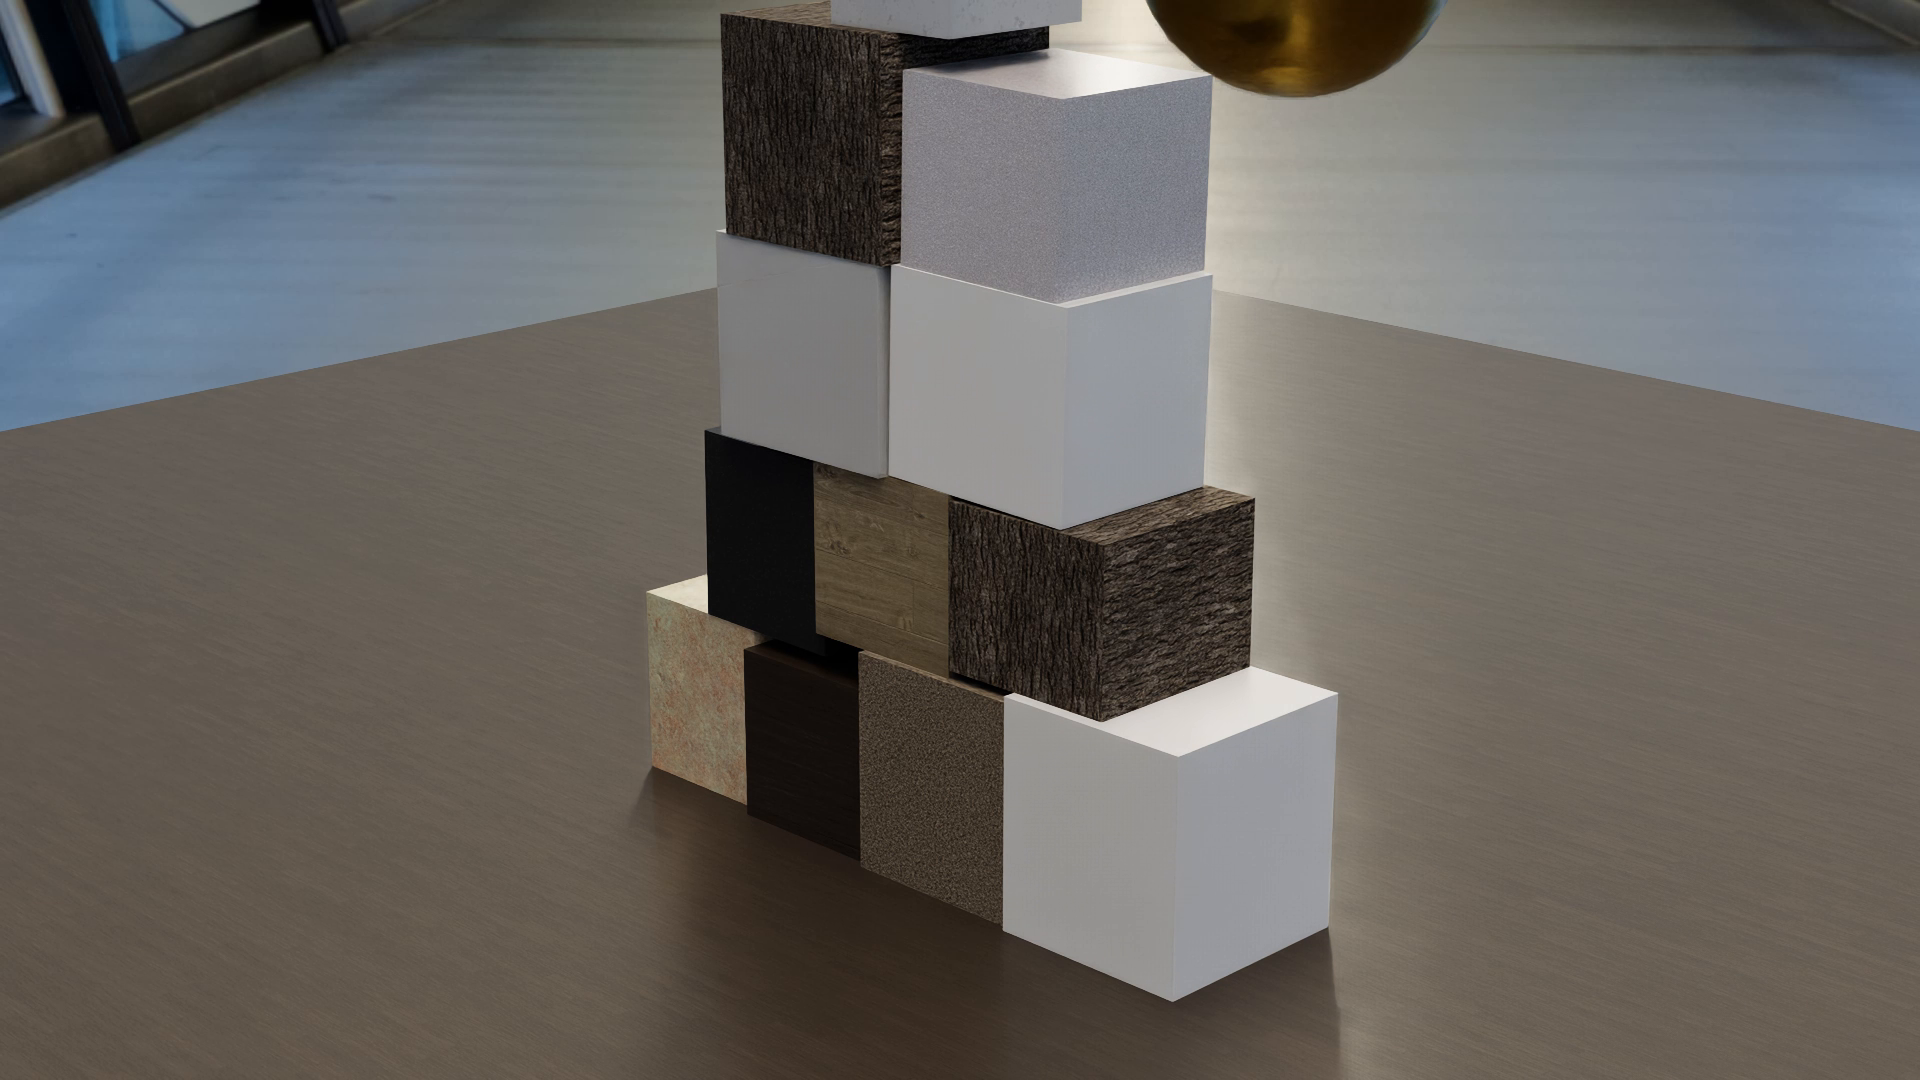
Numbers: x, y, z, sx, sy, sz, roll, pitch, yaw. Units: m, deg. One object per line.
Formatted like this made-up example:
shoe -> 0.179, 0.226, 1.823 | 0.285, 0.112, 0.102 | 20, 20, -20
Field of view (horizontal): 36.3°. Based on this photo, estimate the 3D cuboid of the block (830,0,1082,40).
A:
block -> -0.015, -2.540, 12.530 | 0.807, 0.653, 0.719 | -17, 24, -42

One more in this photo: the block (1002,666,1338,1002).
block -> 0.906, 1.187, 12.738 | 1.043, 1.097, 0.987 | -17, 24, -42

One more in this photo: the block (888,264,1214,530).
block -> 0.384, -0.710, 12.711 | 0.913, 0.950, 1.036 | -17, 25, -42

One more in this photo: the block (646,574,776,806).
block -> -0.979, 0.695, 14.597 | 0.804, 0.922, 0.803 | -17, 24, -42

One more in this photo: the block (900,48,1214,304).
block -> 0.405, -1.567, 12.452 | 0.930, 0.841, 0.914 | -17, 25, -42

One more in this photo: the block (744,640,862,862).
block -> -0.387, 0.904, 14.059 | 0.977, 0.846, 0.830 | -17, 24, -42

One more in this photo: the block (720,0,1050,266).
block -> -0.330, -1.857, 13.094 | 1.030, 0.986, 1.026 | -17, 24, -42

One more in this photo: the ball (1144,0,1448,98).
ball -> 1.623, -2.934, 14.121 | 1.600, 1.600, 1.600 | 0, 17, 0

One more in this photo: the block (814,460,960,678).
block -> -0.030, 0.019, 13.371 | 0.923, 0.844, 0.865 | -17, 24, -42

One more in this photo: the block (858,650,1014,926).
block -> 0.235, 0.998, 13.415 | 1.025, 1.051, 0.936 | -17, 24, -42

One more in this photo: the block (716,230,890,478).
block -> -0.383, -0.941, 13.422 | 1.059, 0.957, 0.988 | 16, 24, 43

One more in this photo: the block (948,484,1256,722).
block -> 0.613, 0.195, 12.772 | 0.968, 0.777, 0.908 | -17, 24, -42

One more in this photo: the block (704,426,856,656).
block -> -0.622, -0.077, 13.986 | 0.831, 0.919, 0.834 | -17, 25, -42
